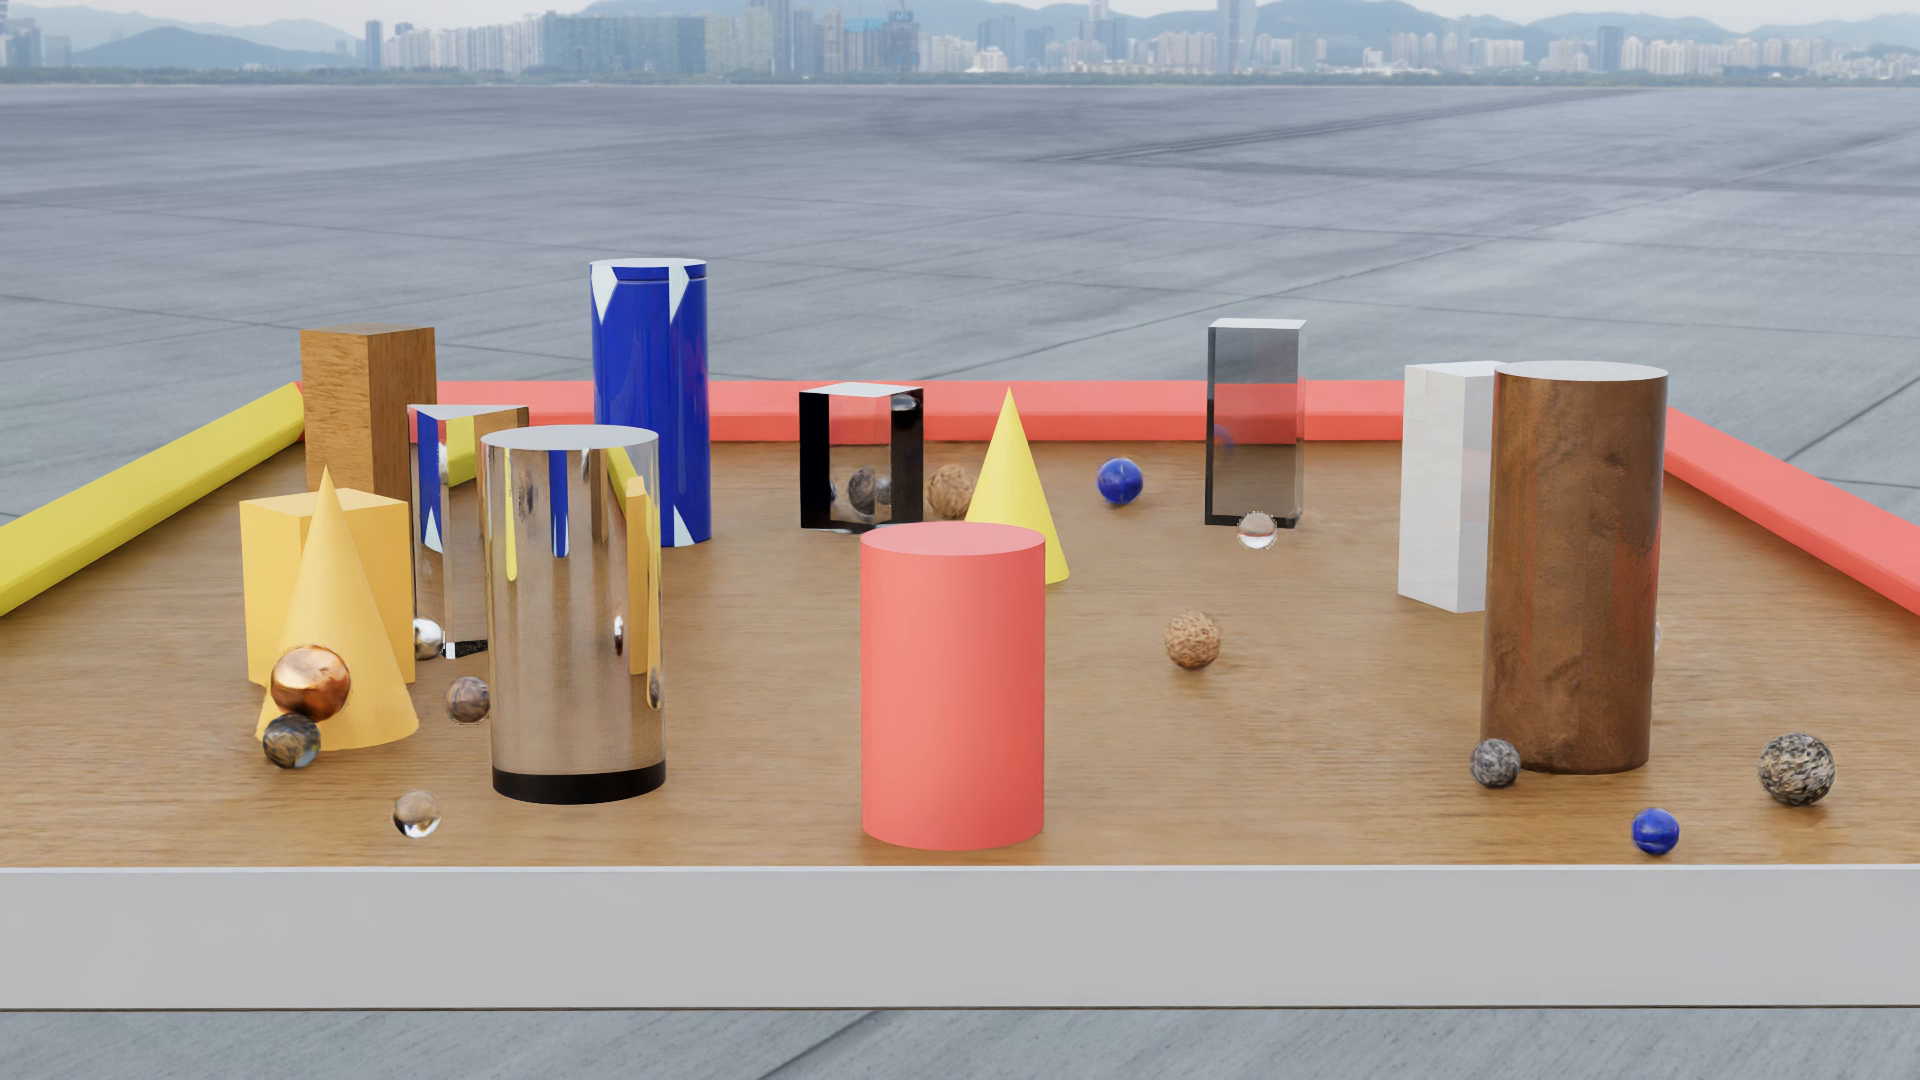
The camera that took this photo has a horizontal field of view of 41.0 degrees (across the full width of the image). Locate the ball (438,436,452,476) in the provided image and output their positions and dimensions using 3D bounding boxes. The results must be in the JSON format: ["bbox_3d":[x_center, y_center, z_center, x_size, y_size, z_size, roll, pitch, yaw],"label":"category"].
[{"bbox_3d":[-0.921,-0.148,4.508,0.073,0.073,0.073,0,11,0],"label":"ball"}]

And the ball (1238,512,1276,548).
[{"bbox_3d":[0.445,-0.014,3.845,0.055,0.055,0.055,0,11,0],"label":"ball"}]

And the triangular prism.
[{"bbox_3d":[-0.637,-0.018,3.215,0.131,0.296,0.152,7,13,33],"label":"triangular prism"}]

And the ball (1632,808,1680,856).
[{"bbox_3d":[0.643,0.270,2.371,0.043,0.043,0.043,0,11,0],"label":"ball"}]

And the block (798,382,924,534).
[{"bbox_3d":[-0.154,-0.129,4.022,0.140,0.215,0.140,6,12,30],"label":"block"}]

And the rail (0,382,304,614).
[{"bbox_3d":[-1.244,0.031,3.443,0.045,0.114,3.001,0,11,0],"label":"rail"}]

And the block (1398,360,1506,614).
[{"bbox_3d":[0.694,-0.075,3.463,0.140,0.315,0.140,-5,12,-23],"label":"block"}]

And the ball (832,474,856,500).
[{"bbox_3d":[-0.193,-0.088,4.269,0.042,0.042,0.042,0,11,0],"label":"ball"}]

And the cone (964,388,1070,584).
[{"bbox_3d":[0.069,-0.084,3.636,0.175,0.269,0.175,0,11,0],"label":"cone"}]

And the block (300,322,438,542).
[{"bbox_3d":[-0.895,-0.161,3.904,0.140,0.322,0.140,7,13,32],"label":"block"}]

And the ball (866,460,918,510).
[{"bbox_3d":[-0.109,-0.088,4.134,0.081,0.081,0.081,0,11,0],"label":"ball"}]

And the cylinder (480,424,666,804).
[{"bbox_3d":[-0.388,0.071,2.584,0.175,0.354,0.175,0,11,0],"label":"cylinder"}]

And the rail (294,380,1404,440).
[{"bbox_3d":[-0.009,-0.244,4.902,2.536,0.114,0.045,0,11,0],"label":"rail"}]

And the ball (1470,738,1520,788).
[{"bbox_3d":[0.539,0.225,2.586,0.050,0.050,0.050,0,11,0],"label":"ball"}]

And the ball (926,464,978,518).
[{"bbox_3d":[-0.011,-0.077,4.096,0.086,0.086,0.086,0,11,0],"label":"ball"}]

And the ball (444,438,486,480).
[{"bbox_3d":[-0.862,-0.140,4.467,0.072,0.072,0.072,0,11,0],"label":"ball"}]

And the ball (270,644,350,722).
[{"bbox_3d":[-0.683,0.151,2.696,0.082,0.082,0.082,0,11,0],"label":"ball"}]

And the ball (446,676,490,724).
[{"bbox_3d":[-0.528,0.172,2.759,0.050,0.050,0.050,0,11,0],"label":"ball"}]

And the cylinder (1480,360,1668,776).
[{"bbox_3d":[0.640,0.025,2.683,0.175,0.408,0.175,0,11,0],"label":"cylinder"}]

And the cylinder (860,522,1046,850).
[{"bbox_3d":[-0.007,0.135,2.446,0.175,0.279,0.175,0,11,0],"label":"cylinder"}]

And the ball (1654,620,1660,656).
[{"bbox_3d":[0.795,0.114,3.074,0.088,0.088,0.088,0,11,0],"label":"ball"}]

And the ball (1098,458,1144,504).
[{"bbox_3d":[0.264,-0.097,4.227,0.076,0.076,0.076,0,11,0],"label":"ball"}]

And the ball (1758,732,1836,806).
[{"bbox_3d":[0.824,0.226,2.527,0.072,0.072,0.072,0,11,0],"label":"ball"}]

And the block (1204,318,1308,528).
[{"bbox_3d":[0.470,-0.187,4.067,0.140,0.313,0.140,2,11,13],"label":"block"}]

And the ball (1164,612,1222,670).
[{"bbox_3d":[0.280,0.121,3.089,0.069,0.069,0.069,0,11,0],"label":"ball"}]

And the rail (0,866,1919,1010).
[{"bbox_3d":[0.009,0.303,1.999,2.536,0.114,0.045,0,11,0],"label":"rail"}]

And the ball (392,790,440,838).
[{"bbox_3d":[-0.513,0.259,2.424,0.044,0.044,0.044,0,11,0],"label":"ball"}]

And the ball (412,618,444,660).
[{"bbox_3d":[-0.658,0.121,3.142,0.050,0.050,0.050,0,11,0],"label":"ball"}]

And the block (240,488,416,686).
[{"bbox_3d":[-0.742,0.061,3.013,0.140,0.215,0.140,-10,14,-42],"label":"block"}]

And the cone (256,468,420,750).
[{"bbox_3d":[-0.683,0.063,2.789,0.175,0.294,0.175,0,11,0],"label":"cone"}]

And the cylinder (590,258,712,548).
[{"bbox_3d":[-0.469,-0.211,3.901,0.175,0.421,0.175,0,11,0],"label":"cylinder"}]

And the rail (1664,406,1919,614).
[{"bbox_3d":[1.244,0.028,3.457,0.045,0.114,3.001,0,11,0],"label":"rail"}]

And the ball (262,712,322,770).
[{"bbox_3d":[-0.691,0.208,2.655,0.058,0.058,0.058,0,11,0],"label":"ball"}]
